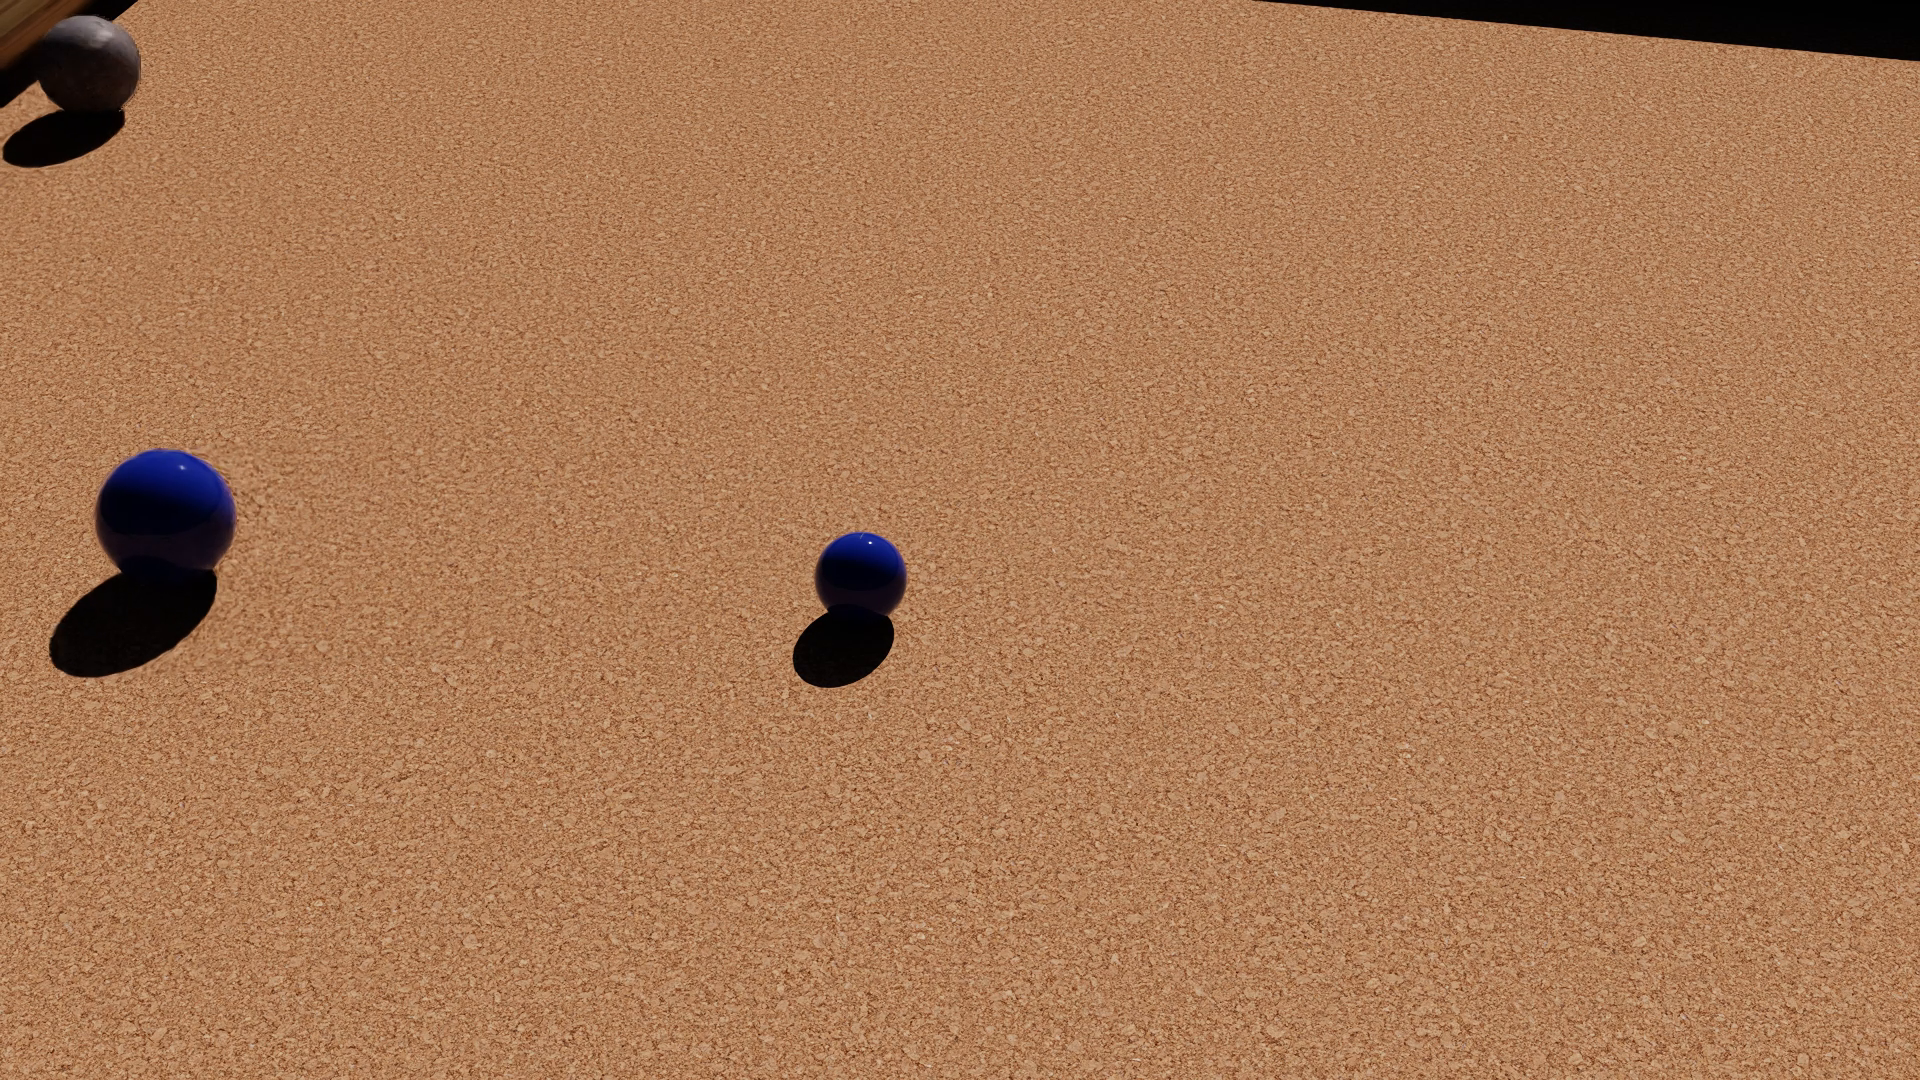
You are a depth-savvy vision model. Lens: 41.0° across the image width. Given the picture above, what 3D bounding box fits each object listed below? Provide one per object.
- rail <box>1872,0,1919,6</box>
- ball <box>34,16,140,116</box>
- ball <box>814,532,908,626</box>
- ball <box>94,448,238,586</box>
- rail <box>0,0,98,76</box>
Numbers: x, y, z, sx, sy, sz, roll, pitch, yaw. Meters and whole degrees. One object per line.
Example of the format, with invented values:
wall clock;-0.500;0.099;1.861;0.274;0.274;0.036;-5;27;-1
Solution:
rail;1.359;-0.541;2.527;4.443;0.125;0.045;8;35;11
ball;-0.822;-0.447;2.419;0.094;0.094;0.094;0;35;0
ball;-0.068;0.026;1.761;0.064;0.064;0.064;0;35;0
ball;-0.555;-0.016;1.794;0.096;0.096;0.096;0;35;0
rail;-1.058;-0.162;1.978;0.045;0.125;2.461;8;35;11
